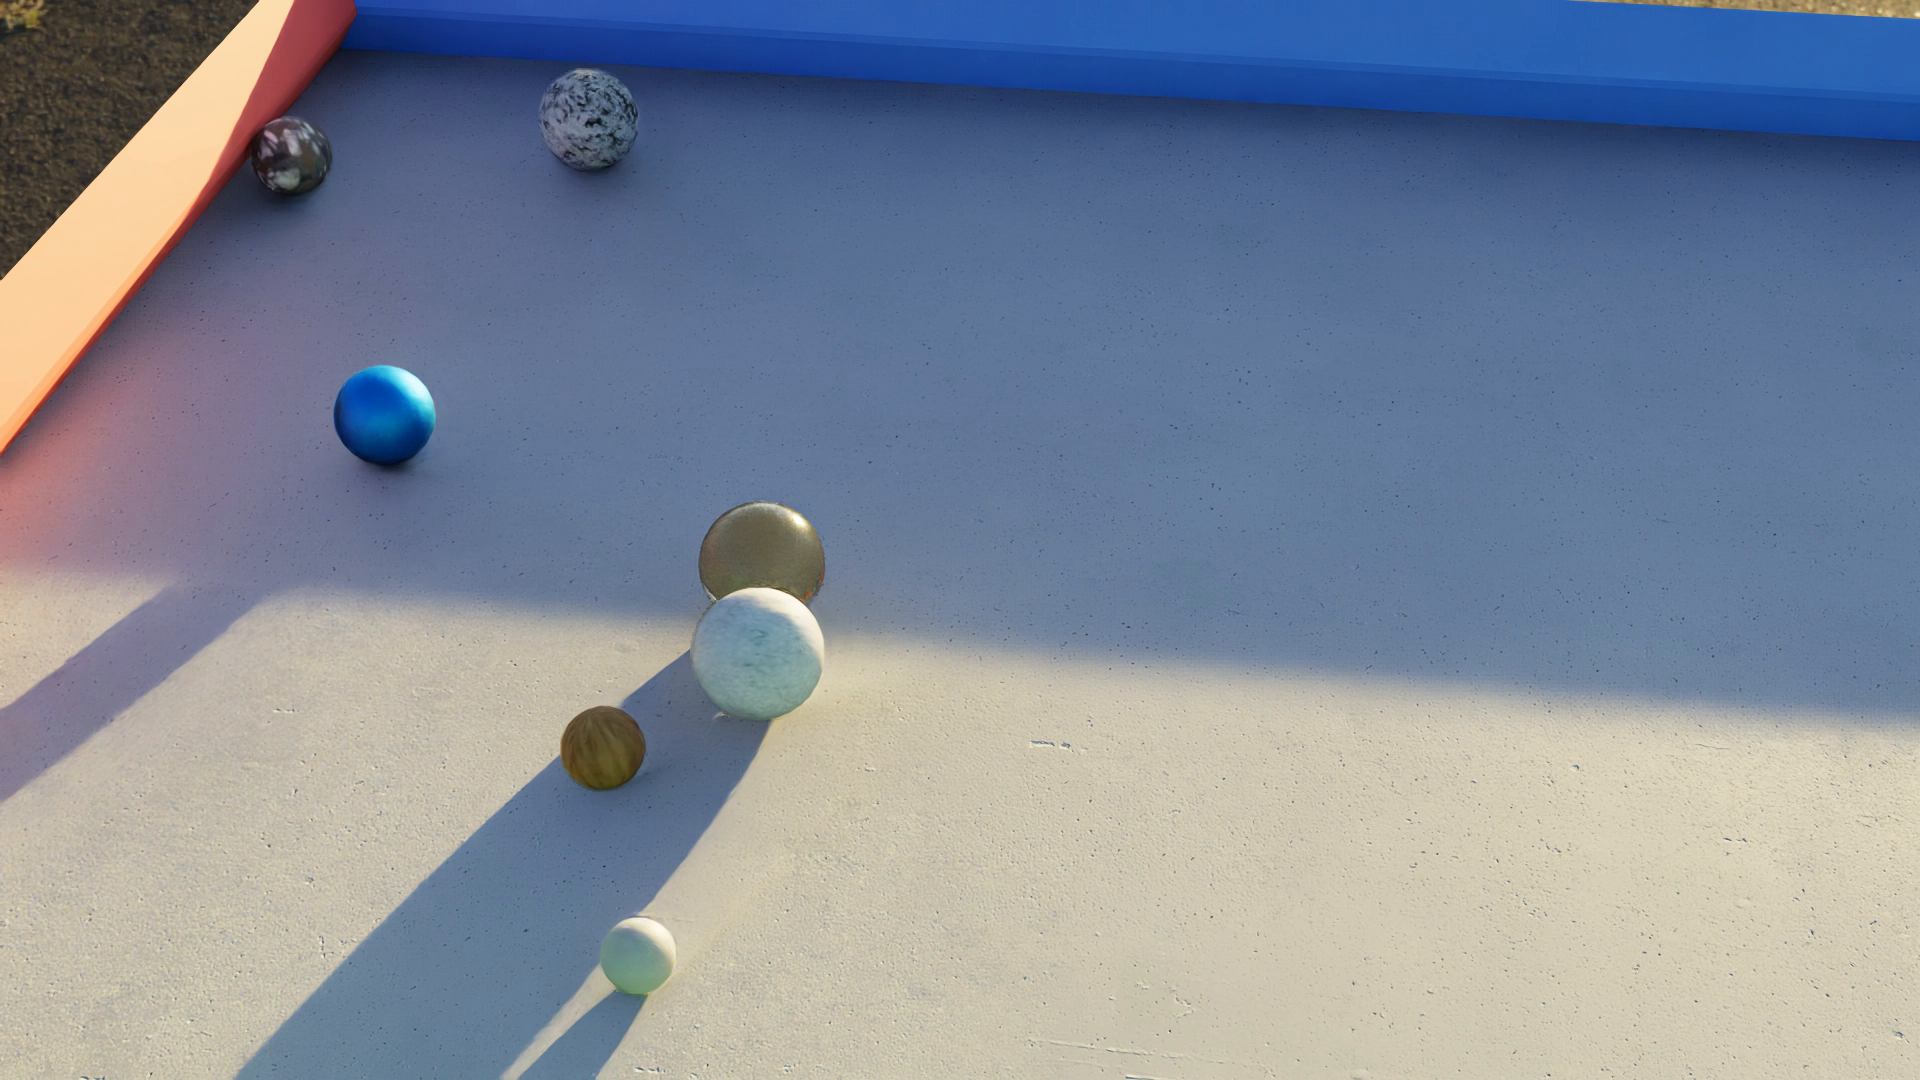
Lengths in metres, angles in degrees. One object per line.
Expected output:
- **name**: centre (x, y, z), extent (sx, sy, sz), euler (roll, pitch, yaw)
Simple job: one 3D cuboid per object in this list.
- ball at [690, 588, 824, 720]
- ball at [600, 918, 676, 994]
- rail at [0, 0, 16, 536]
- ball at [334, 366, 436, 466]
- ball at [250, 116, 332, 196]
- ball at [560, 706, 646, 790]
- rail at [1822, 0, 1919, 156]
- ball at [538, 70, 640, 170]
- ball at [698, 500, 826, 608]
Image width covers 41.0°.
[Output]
- **ball**: centre (-0.141, 0.079, 1.790), extent (0.093, 0.093, 0.093), euler (0, 35, 0)
- **ball**: centre (-0.198, 0.255, 1.575), extent (0.046, 0.046, 0.046), euler (0, 35, 0)
- **rail**: centre (-0.781, -0.083, 1.991), extent (0.045, 1.770, 0.127), euler (-12, 36, -37)
- **ball**: centre (-0.462, -0.100, 2.062), extent (0.080, 0.080, 0.080), euler (0, 35, 0)
- **ball**: centre (-0.640, -0.367, 2.454), extent (0.074, 0.074, 0.074), euler (0, 35, 0)
- **ball**: centre (-0.241, 0.140, 1.733), extent (0.057, 0.057, 0.057), euler (0, 35, 0)
- **rail**: centre (0.915, -0.445, 2.519), extent (0.127, 3.195, 0.045), euler (-23, 39, -28)
- **ball**: centre (-0.361, -0.408, 2.494), extent (0.097, 0.097, 0.097), euler (0, 35, 0)
- **ball**: centre (-0.145, 0.018, 1.880), extent (0.093, 0.093, 0.093), euler (0, 35, 0)
